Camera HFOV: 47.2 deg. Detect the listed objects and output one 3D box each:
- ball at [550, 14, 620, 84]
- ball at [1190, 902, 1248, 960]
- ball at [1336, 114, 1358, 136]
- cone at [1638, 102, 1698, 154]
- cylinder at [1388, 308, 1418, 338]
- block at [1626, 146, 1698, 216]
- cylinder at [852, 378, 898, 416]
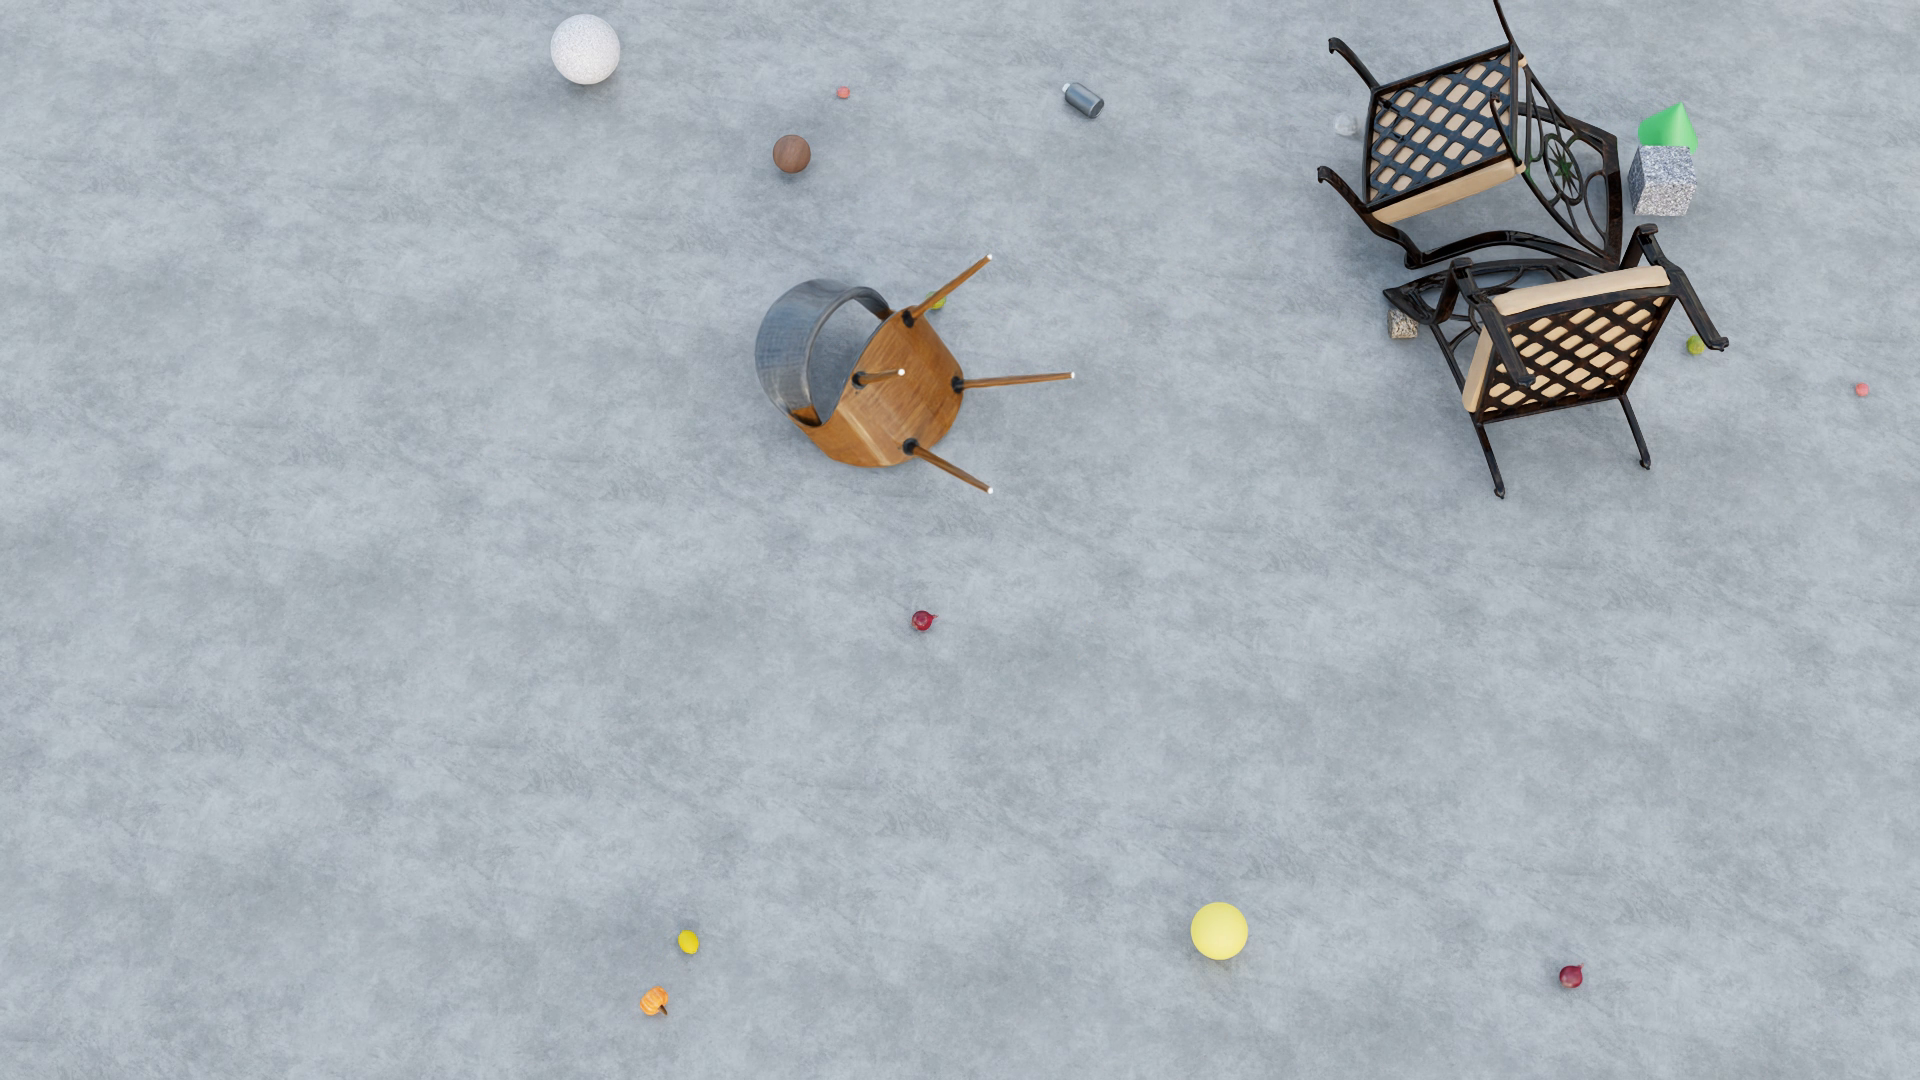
[{"bbox_3d":[-1.288,-1.687,7.563,0.238,0.238,0.238,0,56,0],"label":"ball"},{"bbox_3d":[0.683,1.029,5.793,0.150,0.150,0.150,0,56,0],"label":"ball"},{"bbox_3d":[1.314,-1.411,7.476,0.074,0.074,0.074,0,56,0],"label":"ball"},{"bbox_3d":[2.412,-1.419,7.424,0.198,0.170,0.213,-16,58,-10],"label":"cone"},{"bbox_3d":[1.407,-0.688,6.991,0.081,0.074,0.099,-1,60,-1],"label":"cylinder"},{"bbox_3d":[2.323,-1.190,7.281,0.167,0.151,0.170,1,56,1],"label":"block"},{"bbox_3d":[-0.265,-0.446,6.844,0.125,0.048,0.122,-8,55,-6],"label":"cylinder"}]
